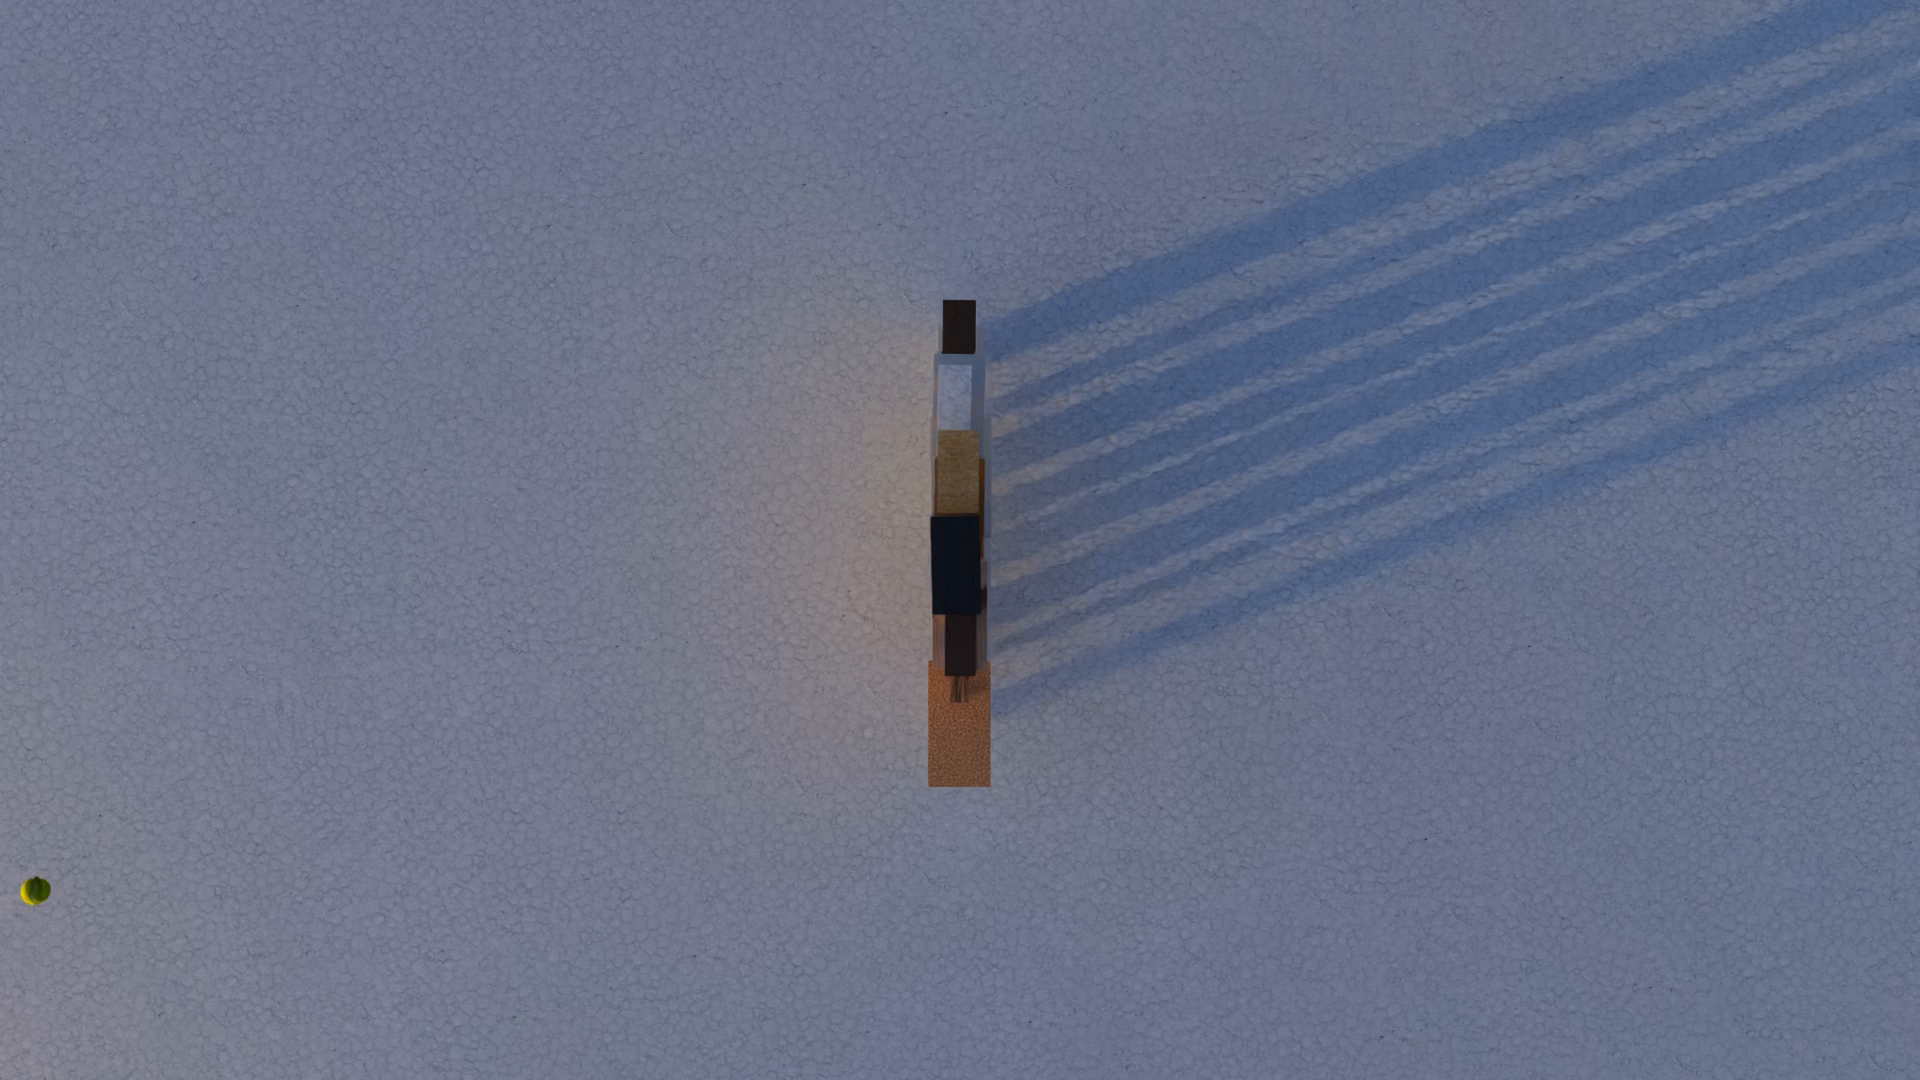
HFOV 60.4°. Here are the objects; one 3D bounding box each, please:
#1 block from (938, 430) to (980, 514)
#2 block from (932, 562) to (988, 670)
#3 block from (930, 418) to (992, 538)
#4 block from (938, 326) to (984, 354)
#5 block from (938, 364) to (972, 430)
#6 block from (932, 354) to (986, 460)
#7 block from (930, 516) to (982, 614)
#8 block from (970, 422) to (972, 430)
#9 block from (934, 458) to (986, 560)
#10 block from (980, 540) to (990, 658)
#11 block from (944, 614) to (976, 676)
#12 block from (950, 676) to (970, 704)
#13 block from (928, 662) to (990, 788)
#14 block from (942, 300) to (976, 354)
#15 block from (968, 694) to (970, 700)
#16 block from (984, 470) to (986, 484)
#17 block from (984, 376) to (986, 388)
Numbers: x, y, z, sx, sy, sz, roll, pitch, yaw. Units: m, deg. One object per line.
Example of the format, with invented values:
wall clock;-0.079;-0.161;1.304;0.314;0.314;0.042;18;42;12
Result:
block;-0.004;-0.171;4.134;0.104;0.029;0.207;0;90;0
block;0.000;0.196;4.305;0.141;0.040;0.282;0;90;0
block;0.003;-0.183;4.886;0.178;0.050;0.356;0;90;0
block;0.003;-0.503;4.974;0.137;0.039;0.274;0;90;0
block;-0.013;-0.360;4.211;0.085;0.024;0.170;1;90;0
block;-0.004;-0.357;4.413;0.138;0.039;0.276;1;90;0
block;-0.010;0.061;4.030;0.119;0.034;0.238;-1;90;0
block;-0.012;-0.304;4.308;0.085;0.170;0.024;1;90;0
block;-0.002;-0.082;4.375;0.132;0.037;0.265;1;90;0
block;0.003;0.175;4.882;0.174;0.049;0.348;0;90;0
block;0.001;0.262;4.121;0.077;0.022;0.154;0;90;0
block;-0.001;0.394;4.495;0.050;0.014;0.101;1;90;0
block;-0.002;0.516;4.628;0.174;0.049;0.348;0;90;0
block;-0.003;-0.595;4.751;0.095;0.027;0.190;1;90;1
block;-0.001;0.428;4.553;0.050;0.101;0.014;0;90;0
block;0.002;-0.171;4.526;0.132;0.265;0.037;2;90;0
block;0.001;-0.448;4.694;0.138;0.522;0.039;0;90;0
